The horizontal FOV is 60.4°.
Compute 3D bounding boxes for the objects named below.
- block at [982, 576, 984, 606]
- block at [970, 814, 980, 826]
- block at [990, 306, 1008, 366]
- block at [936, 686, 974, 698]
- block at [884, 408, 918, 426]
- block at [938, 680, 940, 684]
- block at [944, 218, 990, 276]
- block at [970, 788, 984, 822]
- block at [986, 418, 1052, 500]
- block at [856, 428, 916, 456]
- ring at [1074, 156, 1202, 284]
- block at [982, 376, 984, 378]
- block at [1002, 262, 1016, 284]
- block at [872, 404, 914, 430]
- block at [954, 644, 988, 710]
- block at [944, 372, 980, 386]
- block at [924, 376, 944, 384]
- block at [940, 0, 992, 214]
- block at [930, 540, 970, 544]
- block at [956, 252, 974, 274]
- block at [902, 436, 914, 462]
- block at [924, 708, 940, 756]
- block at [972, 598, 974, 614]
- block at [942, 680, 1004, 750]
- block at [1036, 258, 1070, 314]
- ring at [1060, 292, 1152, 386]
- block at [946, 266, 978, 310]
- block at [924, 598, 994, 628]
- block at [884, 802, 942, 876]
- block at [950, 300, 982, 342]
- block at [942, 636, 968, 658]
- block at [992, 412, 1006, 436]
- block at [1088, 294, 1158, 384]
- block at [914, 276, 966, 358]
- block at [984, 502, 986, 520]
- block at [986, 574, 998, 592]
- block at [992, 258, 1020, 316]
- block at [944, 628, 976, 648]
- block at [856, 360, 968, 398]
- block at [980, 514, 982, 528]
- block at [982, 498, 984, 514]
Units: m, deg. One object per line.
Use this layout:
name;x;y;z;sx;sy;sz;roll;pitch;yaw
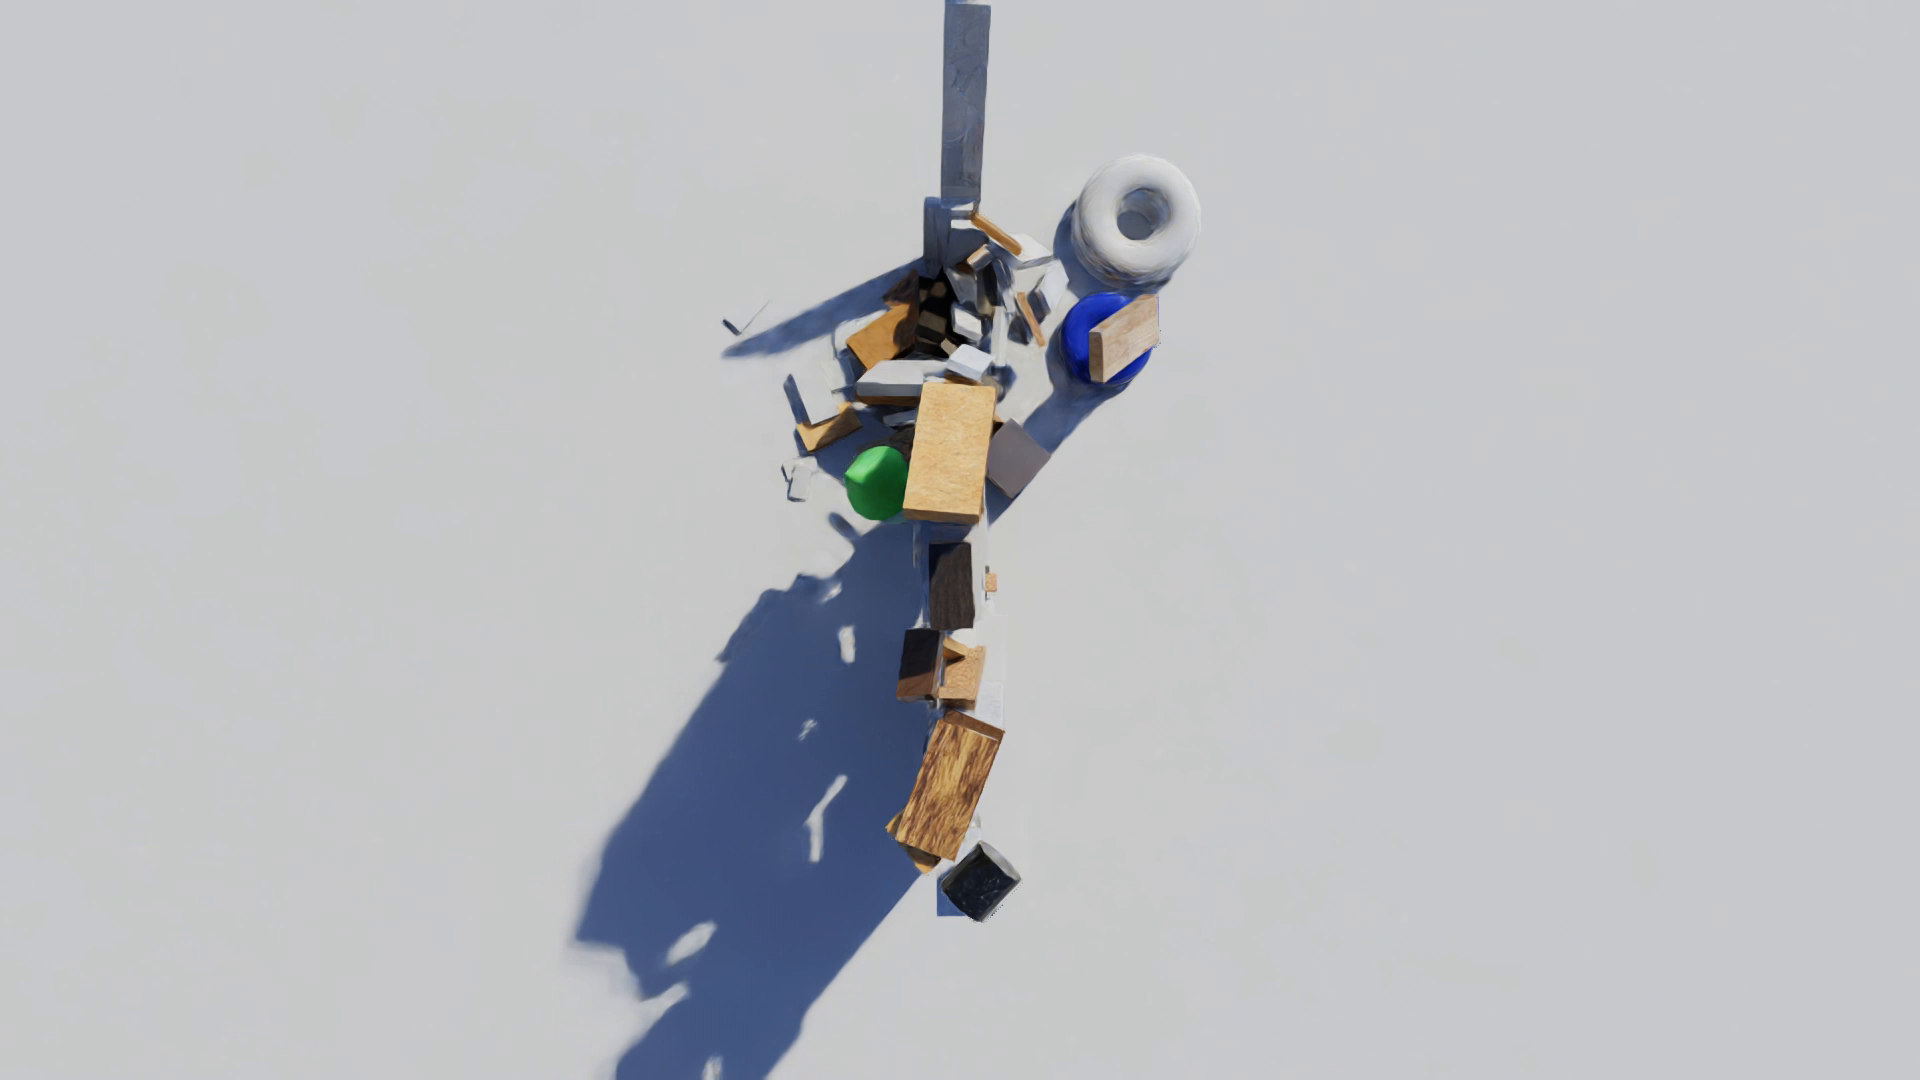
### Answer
block;-0.012;0.125;4.243;0.145;0.291;0.041;-1;98;0
block;-0.003;0.782;4.452;0.117;0.235;0.033;0;92;0
block;0.126;-0.649;5.254;0.026;0.090;0.181;5;91;15
block;-0.051;0.378;4.094;0.095;0.190;0.027;0;85;27
block;-0.073;-0.406;5.229;0.382;0.111;0.031;-8;89;45
block;-0.017;0.461;5.113;0.123;0.418;0.035;-1;87;-2
block;0.022;-0.940;5.305;0.126;0.251;0.036;2;64;-6
block;-0.024;0.689;4.452;0.152;0.647;0.043;23;89;4
block;0.167;-0.264;5.408;0.184;0.184;0.184;43;90;0
block;-0.162;-0.310;5.335;0.382;0.100;0.028;-14;48;36
ring;0.583;-1.051;5.409;0.417;0.139;0.417;0;96;2
block;0.030;-0.489;4.596;0.095;0.190;0.027;17;86;-5
block;0.152;-0.872;5.252;0.015;0.054;0.107;-16;80;14
block;-0.217;-0.405;5.491;0.134;0.019;0.067;27;90;0
block;0.017;0.356;4.336;0.081;0.261;0.023;10;121;2
block;0.001;-0.407;4.432;0.095;0.190;0.027;17;85;-2
block;-0.043;-0.385;5.003;0.111;0.031;0.222;11;127;25
block;0.008;-1.196;4.956;0.126;1.187;0.036;3;65;0
block;-0.023;0.025;3.939;0.099;0.199;0.028;0;96;0
block;0.042;-0.898;5.335;0.054;0.107;0.015;20;58;-37
block;-0.055;-0.257;4.484;0.161;0.321;0.046;-4;98;6
block;-0.006;0.554;4.674;0.174;0.386;0.049;2;69;-4
block;-0.017;0.160;3.958;0.099;0.199;0.028;-1;97;-1
block;0.034;0.442;4.295;0.152;0.304;0.043;12;109;-2
block;0.304;-0.833;5.412;0.025;0.178;0.089;-3;132;32
ring;0.483;-0.662;5.448;0.313;0.104;0.313;0;89;-1
block;0.022;-0.809;5.328;0.091;0.182;0.026;12;129;-32
block;-0.008;0.217;4.688;0.174;0.348;0.049;-17;90;-5
block;-0.094;0.701;3.939;0.041;0.291;0.145;-41;86;6
block;0.019;-0.691;5.206;0.091;0.182;0.026;22;118;-16
block;-0.059;0.270;4.183;0.095;0.190;0.027;-5;75;20
block;0.013;-0.387;5.378;0.159;0.159;0.159;-47;68;16
block;0.518;-0.639;5.189;0.046;0.440;0.161;8;116;27
block;-0.063;-0.721;5.360;0.161;0.046;0.322;10;47;-12
block;-0.013;-0.088;4.568;0.159;0.318;0.045;0;94;-1
block;0.020;0.119;4.664;0.159;0.452;0.045;4;87;0
block;0.147;-0.809;5.270;0.026;0.090;0.181;-19;87;12
block;0.000;0.263;4.351;0.081;0.023;0.161;-6;56;-3
block;-0.150;-0.509;5.201;0.322;0.161;0.046;4;123;29
block;-0.020;-0.066;4.217;0.145;0.291;0.041;-1;98;0
block;-0.027;-0.080;3.855;0.168;0.336;0.048;-3;91;1
